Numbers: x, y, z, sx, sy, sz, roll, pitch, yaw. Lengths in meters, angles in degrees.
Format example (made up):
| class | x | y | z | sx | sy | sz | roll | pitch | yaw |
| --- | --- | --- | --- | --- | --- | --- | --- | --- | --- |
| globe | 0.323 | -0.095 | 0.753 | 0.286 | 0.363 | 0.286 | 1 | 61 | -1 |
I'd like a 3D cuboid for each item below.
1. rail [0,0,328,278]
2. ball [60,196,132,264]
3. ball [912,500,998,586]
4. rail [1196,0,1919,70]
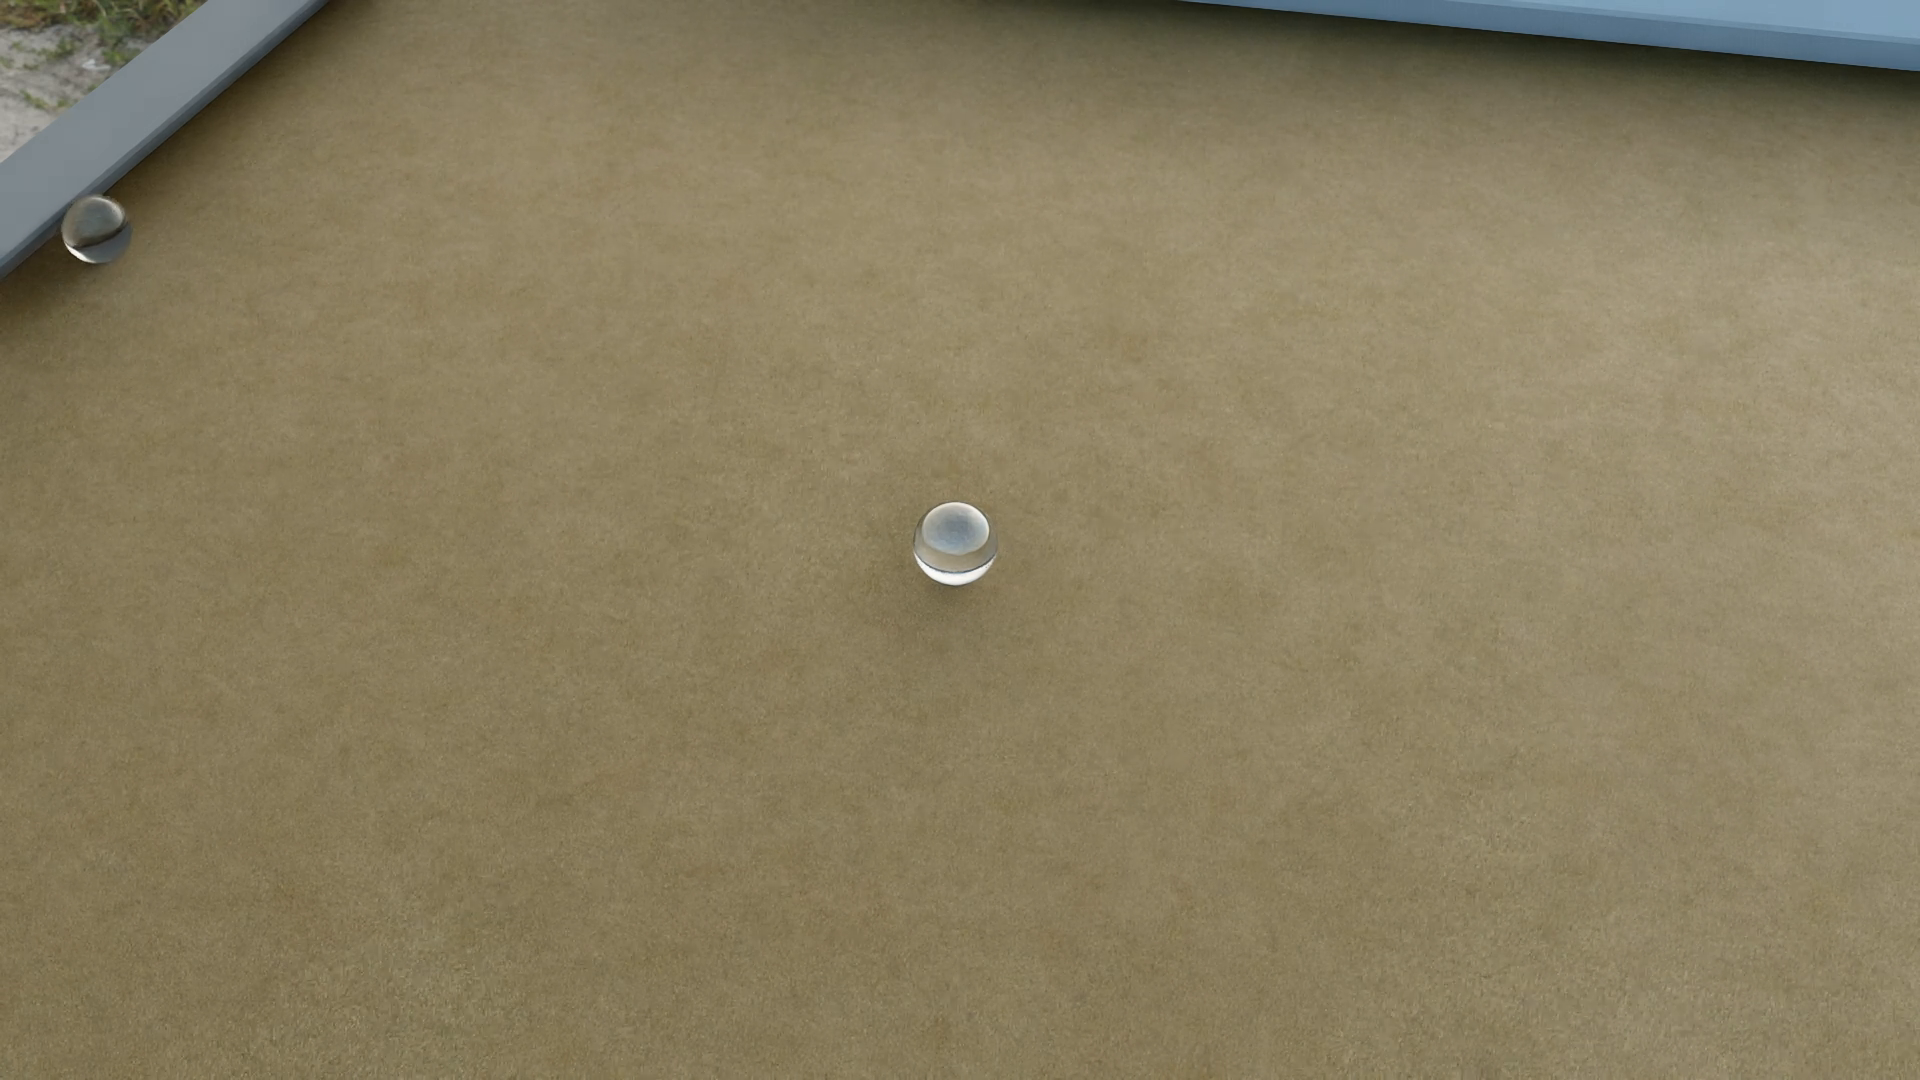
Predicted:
| class | x | y | z | sx | sy | sz | roll | pitch | yaw |
| --- | --- | --- | --- | --- | --- | --- | --- | --- | --- |
| rail | -0.922 | -0.146 | 2.134 | 0.045 | 0.099 | 2.337 | 8 | 35 | 12 |
| ball | -0.801 | -0.288 | 2.379 | 0.062 | 0.062 | 0.062 | 0 | 34 | 0 |
| ball | -0.004 | 0.002 | 1.948 | 0.065 | 0.065 | 0.065 | 0 | 34 | 0 |
| rail | 1.225 | -0.505 | 2.664 | 3.898 | 0.099 | 0.045 | 8 | 35 | 12 |
